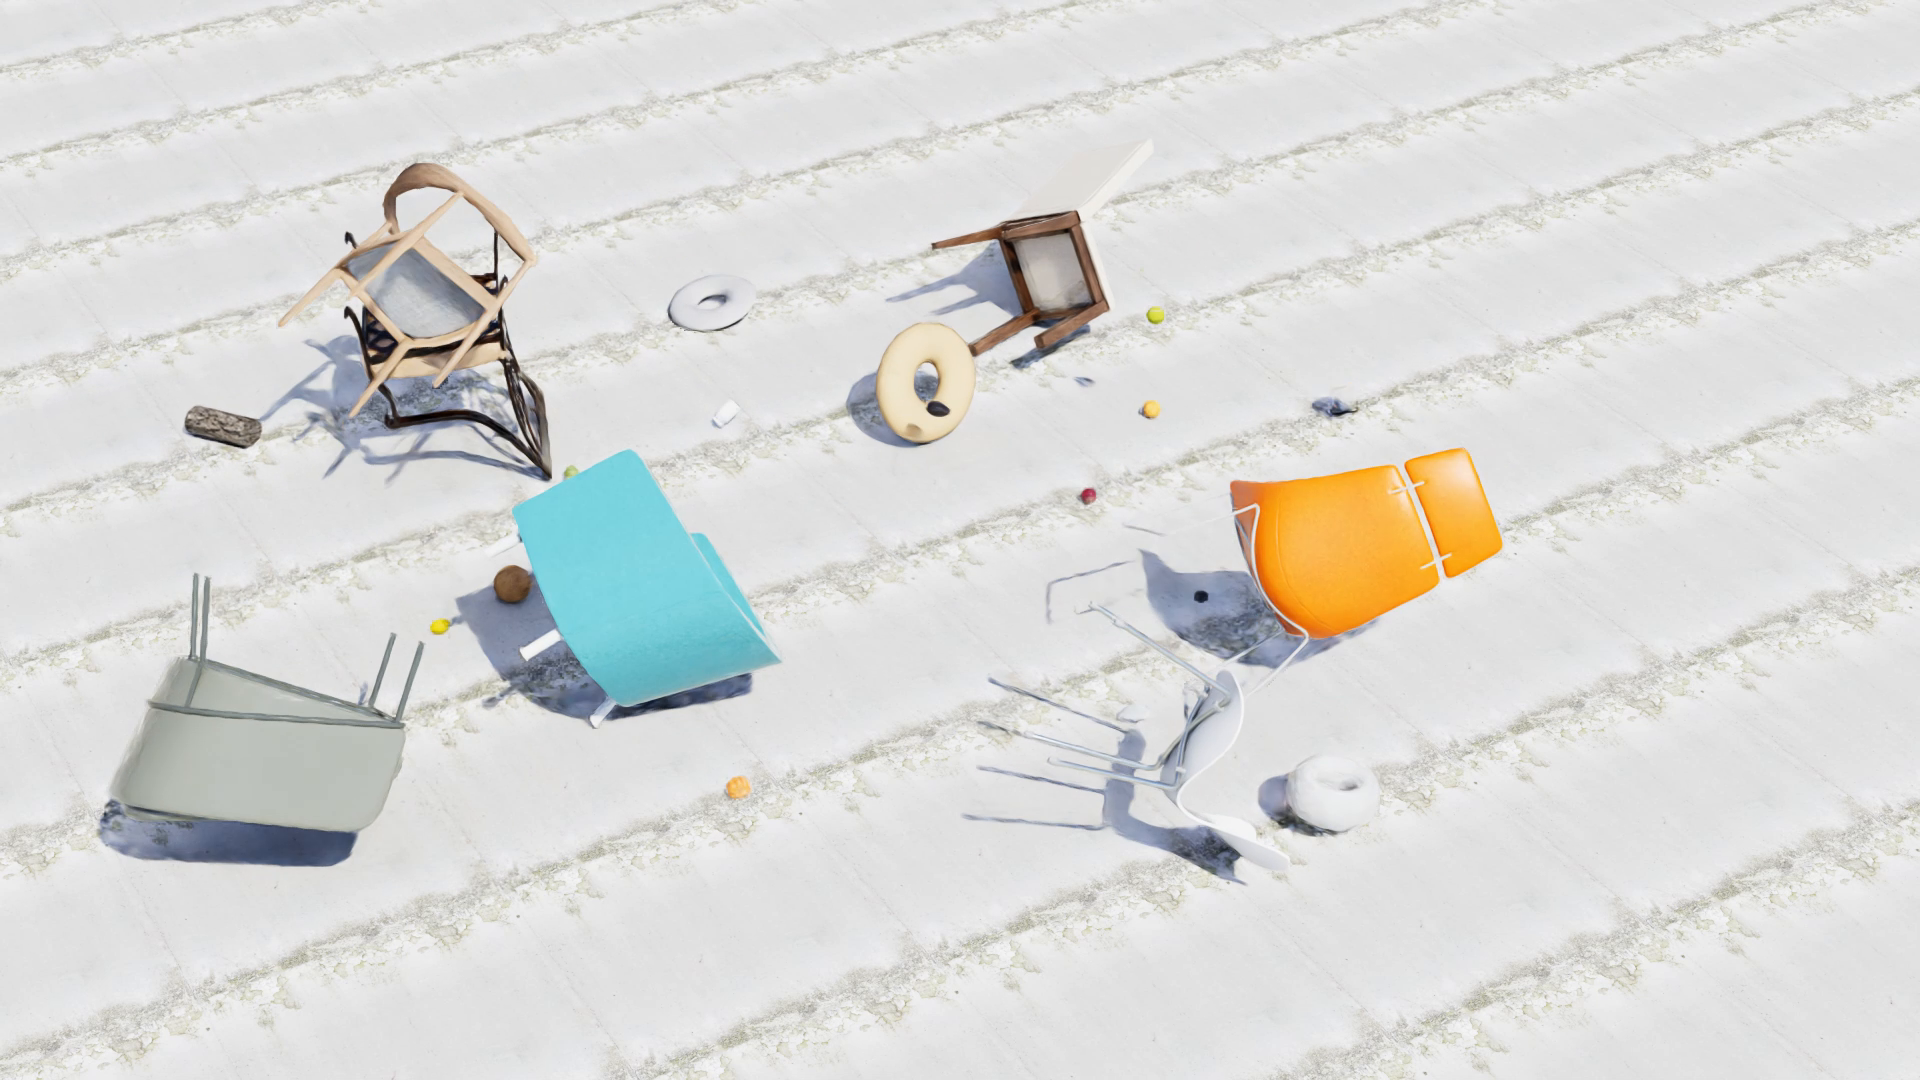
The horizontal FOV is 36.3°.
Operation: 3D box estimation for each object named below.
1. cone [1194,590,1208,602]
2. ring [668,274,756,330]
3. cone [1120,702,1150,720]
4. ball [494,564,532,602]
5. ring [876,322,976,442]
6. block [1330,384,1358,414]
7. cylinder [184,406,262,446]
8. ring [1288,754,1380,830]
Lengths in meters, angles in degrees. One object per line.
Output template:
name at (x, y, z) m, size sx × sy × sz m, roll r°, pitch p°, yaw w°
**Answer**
cone at (0.875, 0.202, 10.615) m, size 0.057 × 0.046 × 0.035 m, roll 0°, pitch 5°, yaw 13°
ring at (-1.045, -1.005, 12.376) m, size 0.373 × 0.059 × 0.378 m, roll 15°, pitch 47°, yaw 28°
cone at (0.596, 0.568, 9.956) m, size 0.107 × 0.065 × 0.058 m, roll -2°, pitch 49°, yaw -5°
ball at (-1.615, 0.158, 10.580) m, size 0.136 × 0.136 × 0.136 m, roll 0°, pitch 33°, yaw 0°
ring at (-0.132, -0.620, 11.510) m, size 0.129 × 0.443 × 0.514 m, roll -6°, pitch 40°, yaw 49°
block at (1.524, -0.560, 11.654) m, size 0.097 × 0.101 × 0.110 m, roll -8°, pitch 8°, yaw 8°
cylinder at (-2.894, -0.449, 11.519) m, size 0.261 × 0.111 × 0.144 m, roll 13°, pitch 13°, yaw 19°
ring at (1.205, 0.814, 9.468) m, size 0.316 × 0.146 × 0.282 m, roll -6°, pitch 37°, yaw -30°
